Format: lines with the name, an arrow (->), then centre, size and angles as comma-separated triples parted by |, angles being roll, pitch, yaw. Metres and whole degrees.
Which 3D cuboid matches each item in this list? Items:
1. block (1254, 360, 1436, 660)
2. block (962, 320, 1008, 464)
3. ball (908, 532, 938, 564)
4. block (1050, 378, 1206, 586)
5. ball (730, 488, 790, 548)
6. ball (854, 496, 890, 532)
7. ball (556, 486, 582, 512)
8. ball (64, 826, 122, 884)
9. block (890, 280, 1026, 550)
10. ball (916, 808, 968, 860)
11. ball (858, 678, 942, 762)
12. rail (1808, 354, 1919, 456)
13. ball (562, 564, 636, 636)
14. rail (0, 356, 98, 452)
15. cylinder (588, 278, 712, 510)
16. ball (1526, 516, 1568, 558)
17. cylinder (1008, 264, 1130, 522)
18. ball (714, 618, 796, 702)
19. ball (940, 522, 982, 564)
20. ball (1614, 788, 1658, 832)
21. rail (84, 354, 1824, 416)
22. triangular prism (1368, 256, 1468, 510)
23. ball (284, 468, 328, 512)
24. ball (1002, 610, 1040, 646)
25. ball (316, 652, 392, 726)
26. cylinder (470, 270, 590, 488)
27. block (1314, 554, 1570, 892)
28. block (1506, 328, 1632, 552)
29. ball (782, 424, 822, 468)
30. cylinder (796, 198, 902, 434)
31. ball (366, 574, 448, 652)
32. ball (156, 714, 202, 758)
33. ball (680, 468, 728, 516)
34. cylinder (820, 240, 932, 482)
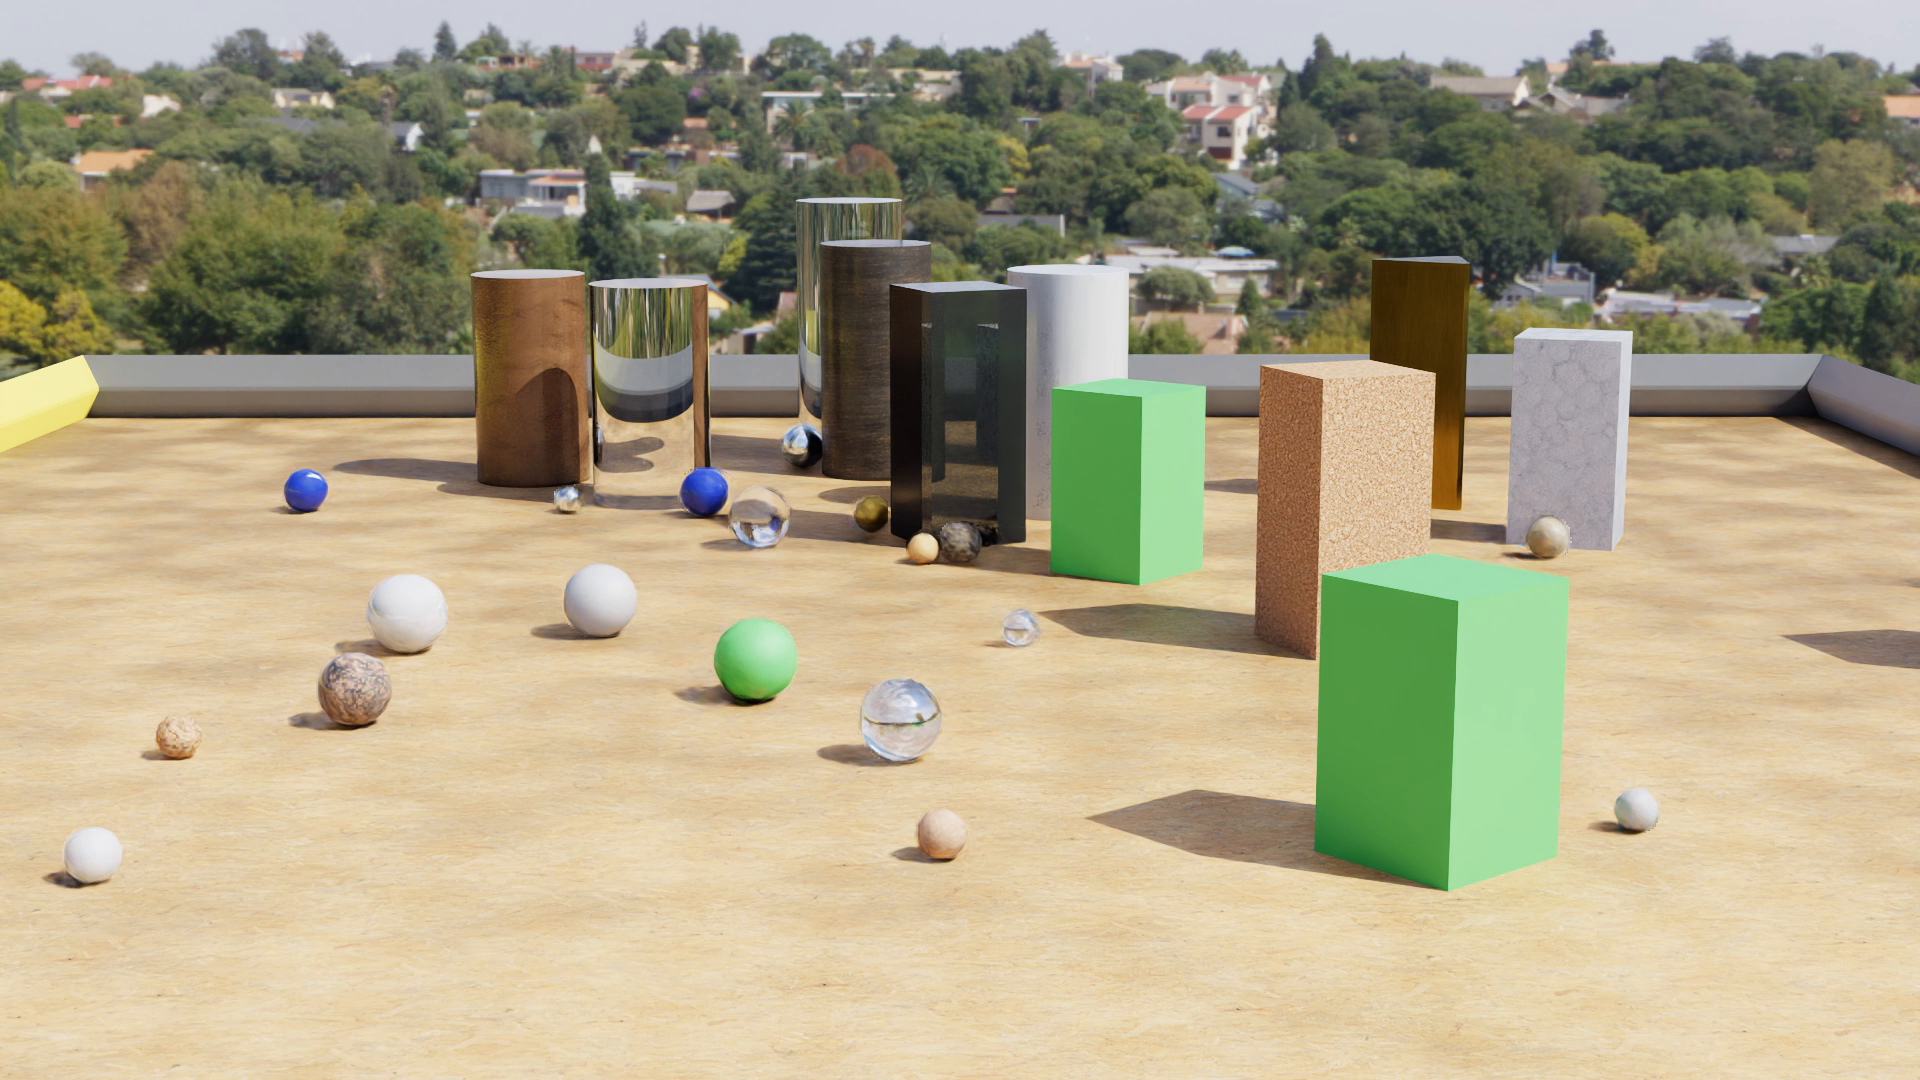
block -> 0.485, -0.042, 3.249 | 0.159, 0.351, 0.159 | -4, 11, -22
block -> 0.113, -0.283, 4.831 | 0.159, 0.249, 0.159 | -5, 12, -27
ball -> -0.054, 0.013, 3.794 | 0.046, 0.046, 0.046 | 0, 10, 0
block -> 0.244, -0.088, 3.725 | 0.159, 0.269, 0.159 | 8, 13, 38
ball -> -0.306, -0.034, 3.919 | 0.093, 0.093, 0.093 | 0, 10, 0
ball -> -0.139, -0.041, 4.054 | 0.056, 0.056, 0.056 | 0, 10, 0
ball -> -0.645, -0.067, 4.229 | 0.043, 0.043, 0.043 | 0, 10, 0
ball -> -0.782, 0.284, 2.314 | 0.051, 0.051, 0.051 | 0, 10, 0
block -> -0.004, -0.196, 3.970 | 0.159, 0.392, 0.159 | -5, 12, -24
ball -> -0.017, 0.273, 2.383 | 0.047, 0.047, 0.047 | 0, 10, 0
ball -> -0.063, 0.190, 2.719 | 0.088, 0.088, 0.088 | 0, 10, 0
rail -> 1.799, 0.031, 3.459 | 0.045, 0.129, 3.927 | 0, 10, 0
ball -> -0.465, 0.077, 3.311 | 0.095, 0.095, 0.095 | 0, 10, 0
rail -> -1.799, 0.035, 3.439 | 0.045, 0.129, 3.927 | 0, 10, 0
cylinder -> -0.520, -0.248, 4.317 | 0.199, 0.368, 0.199 | 0, 10, 0
ball -> 0.879, -0.003, 3.836 | 0.062, 0.062, 0.062 | 0, 10, 0
cylinder -> 0.176, -0.244, 4.209 | 0.199, 0.400, 0.199 | 0, 10, 0
ball -> -0.237, 0.139, 2.975 | 0.096, 0.096, 0.096 | 0, 10, 0
ball -> 0.001, 0.004, 3.799 | 0.062, 0.062, 0.062 | 0, 10, 0
ball -> 0.651, 0.260, 2.471 | 0.041, 0.041, 0.041 | 0, 10, 0
rail -> -0.011, -0.320, 5.356 | 3.645, 0.129, 0.045 | 0, 10, 0
triangular prism -> 0.799, -0.269, 4.323 | 0.172, 0.408, 0.149 | 7, 13, 34
ball -> -1.080, -0.082, 4.237 | 0.071, 0.071, 0.071 | 0, 10, 0
ball -> 0.077, 0.112, 3.253 | 0.048, 0.048, 0.048 | 0, 10, 0
ball -> -0.676, 0.166, 2.864 | 0.082, 0.082, 0.082 | 0, 10, 0
cylinder -> -0.760, -0.288, 4.544 | 0.199, 0.365, 0.199 | 0, 10, 0
block -> 0.445, 0.163, 2.377 | 0.159, 0.265, 0.159 | -9, 14, -40
block -> 0.942, -0.158, 3.964 | 0.159, 0.320, 0.159 | 4, 11, 20
ball -> -0.287, -0.171, 4.697 | 0.079, 0.079, 0.079 | 0, 10, 0
cylinder -> -0.207, -0.400, 4.840 | 0.199, 0.477, 0.199 | 0, 10, 0
ball -> -0.693, 0.092, 3.220 | 0.099, 0.099, 0.099 | 0, 10, 0
ball -> -0.831, 0.209, 2.731 | 0.047, 0.047, 0.047 | 0, 10, 0
ball -> -0.418, -0.078, 4.194 | 0.079, 0.079, 0.079 | 0, 10, 0
cylinder -> -0.151, -0.326, 4.611 | 0.199, 0.414, 0.199 | 0, 10, 0
